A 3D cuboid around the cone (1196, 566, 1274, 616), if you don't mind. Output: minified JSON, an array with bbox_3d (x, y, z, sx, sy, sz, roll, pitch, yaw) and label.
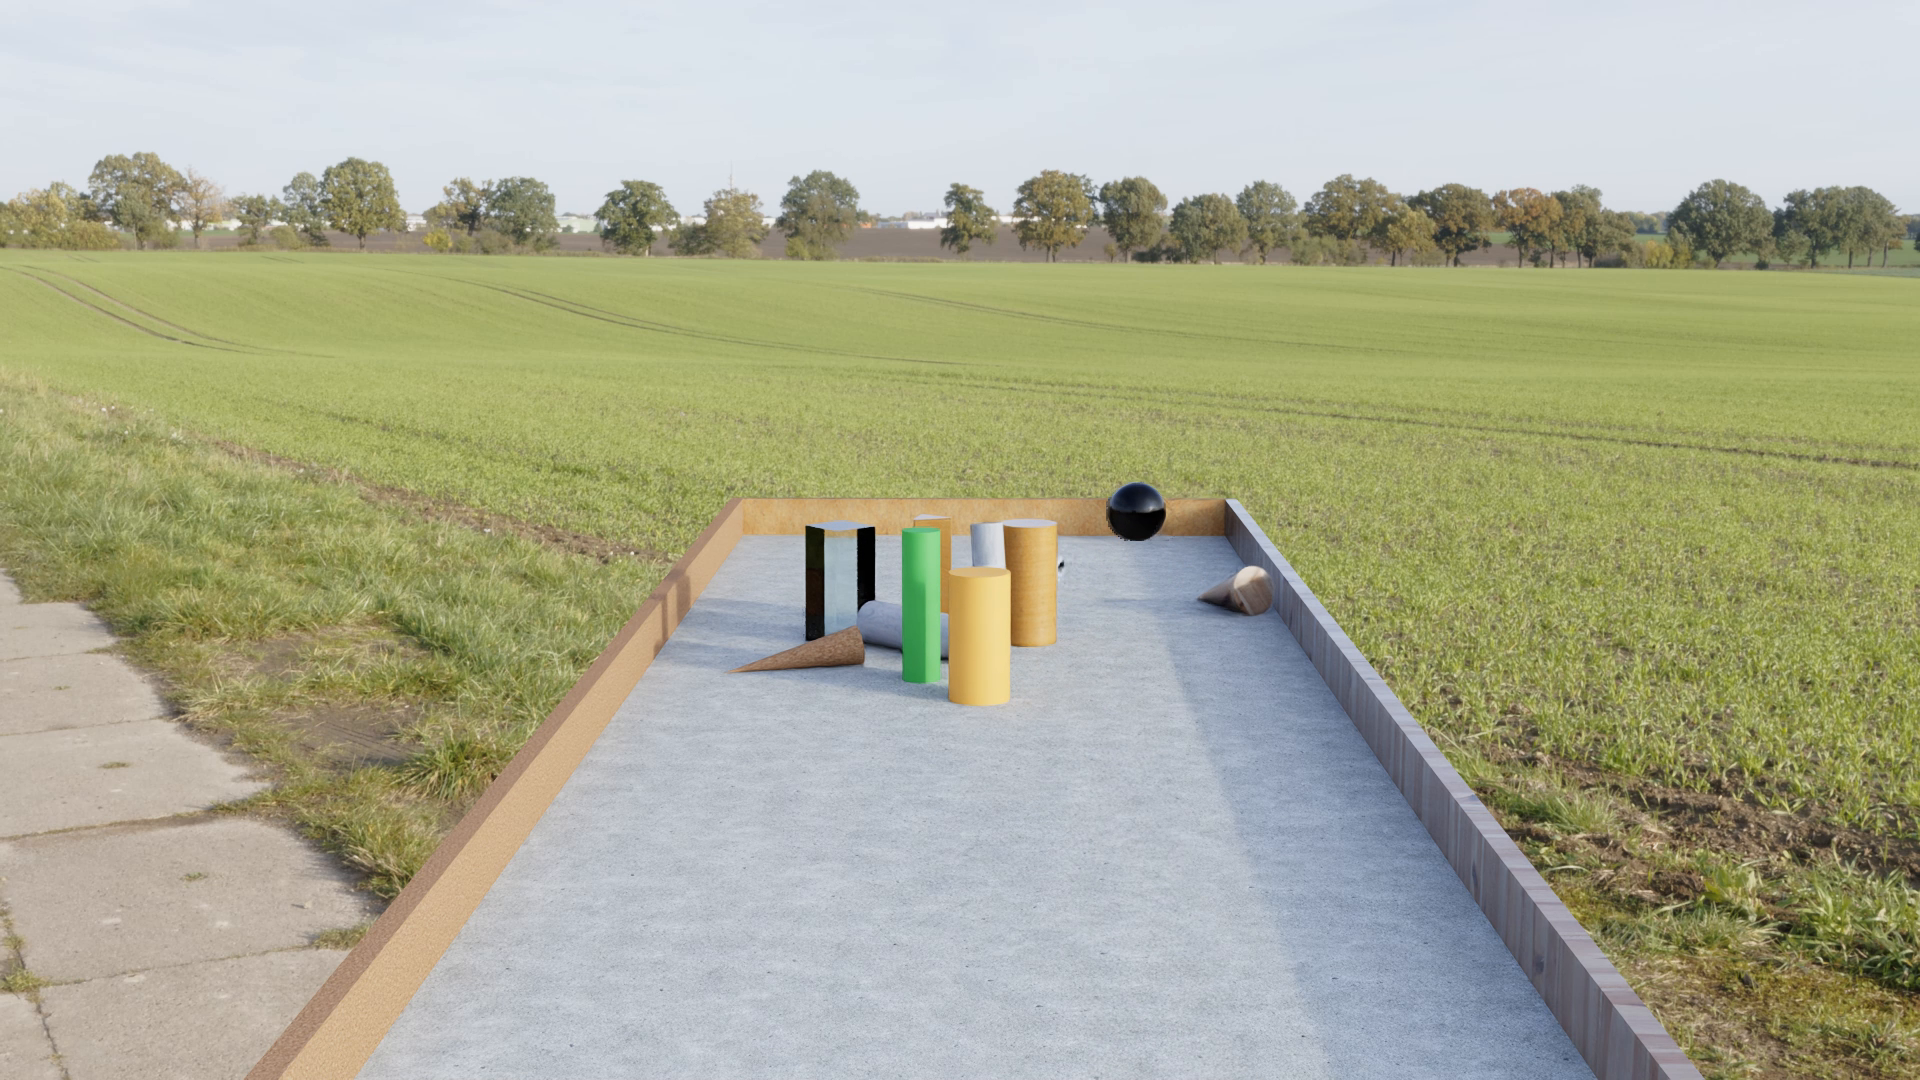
[{"bbox_3d":[0.907,0.189,7.557,0.167,0.167,0.345,-5,-3,-29],"label":"cone"}]

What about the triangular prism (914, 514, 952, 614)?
[{"bbox_3d":[-0.103,0.123,6.961,0.124,0.399,0.107,-3,9,-19],"label":"triangular prism"}]

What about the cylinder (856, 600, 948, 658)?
[{"bbox_3d":[-0.119,0.282,6.795,0.445,0.136,0.136,9,12,43],"label":"cylinder"}]

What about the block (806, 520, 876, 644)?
[{"bbox_3d":[-0.378,0.138,6.952,0.157,0.371,0.157,-8,13,-41],"label":"block"}]

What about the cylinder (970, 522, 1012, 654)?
[{"bbox_3d":[0.094,0.150,6.737,0.101,0.405,0.101,-4,4,0],"label":"cylinder"}]

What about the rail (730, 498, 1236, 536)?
[{"bbox_3d":[0.099,-0.098,9.147,2.100,0.150,0.050,0,9,1],"label":"rail"}]

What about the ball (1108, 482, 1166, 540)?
[{"bbox_3d":[0.723,-0.118,8.988,0.239,0.239,0.239,0,9,0],"label":"ball"}]

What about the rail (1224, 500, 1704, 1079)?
[{"bbox_3d":[1.046,0.843,3.208,0.050,0.150,12.000,0,9,1],"label":"rail"}]

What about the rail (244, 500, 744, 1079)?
[{"bbox_3d":[-1.004,0.839,3.234,0.050,0.150,12.000,0,9,1],"label":"rail"}]

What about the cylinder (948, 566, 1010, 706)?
[{"bbox_3d":[0.054,0.268,6.162,0.173,0.362,0.173,0,9,0],"label":"cylinder"}]

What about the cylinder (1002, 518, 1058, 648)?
[{"bbox_3d":[0.217,0.134,6.948,0.180,0.380,0.180,0,9,0],"label":"cylinder"}]

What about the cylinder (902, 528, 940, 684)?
[{"bbox_3d":[-0.113,0.189,6.407,0.112,0.442,0.112,0,9,0],"label":"cylinder"}]

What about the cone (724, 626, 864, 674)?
[{"bbox_3d":[-0.505,0.355,6.578,0.425,0.118,0.118,-11,12,-17],"label":"cone"}]

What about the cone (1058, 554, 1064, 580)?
[{"bbox_3d":[0.202,0.156,7.778,0.154,0.154,0.446,5,20,28],"label":"cone"}]
